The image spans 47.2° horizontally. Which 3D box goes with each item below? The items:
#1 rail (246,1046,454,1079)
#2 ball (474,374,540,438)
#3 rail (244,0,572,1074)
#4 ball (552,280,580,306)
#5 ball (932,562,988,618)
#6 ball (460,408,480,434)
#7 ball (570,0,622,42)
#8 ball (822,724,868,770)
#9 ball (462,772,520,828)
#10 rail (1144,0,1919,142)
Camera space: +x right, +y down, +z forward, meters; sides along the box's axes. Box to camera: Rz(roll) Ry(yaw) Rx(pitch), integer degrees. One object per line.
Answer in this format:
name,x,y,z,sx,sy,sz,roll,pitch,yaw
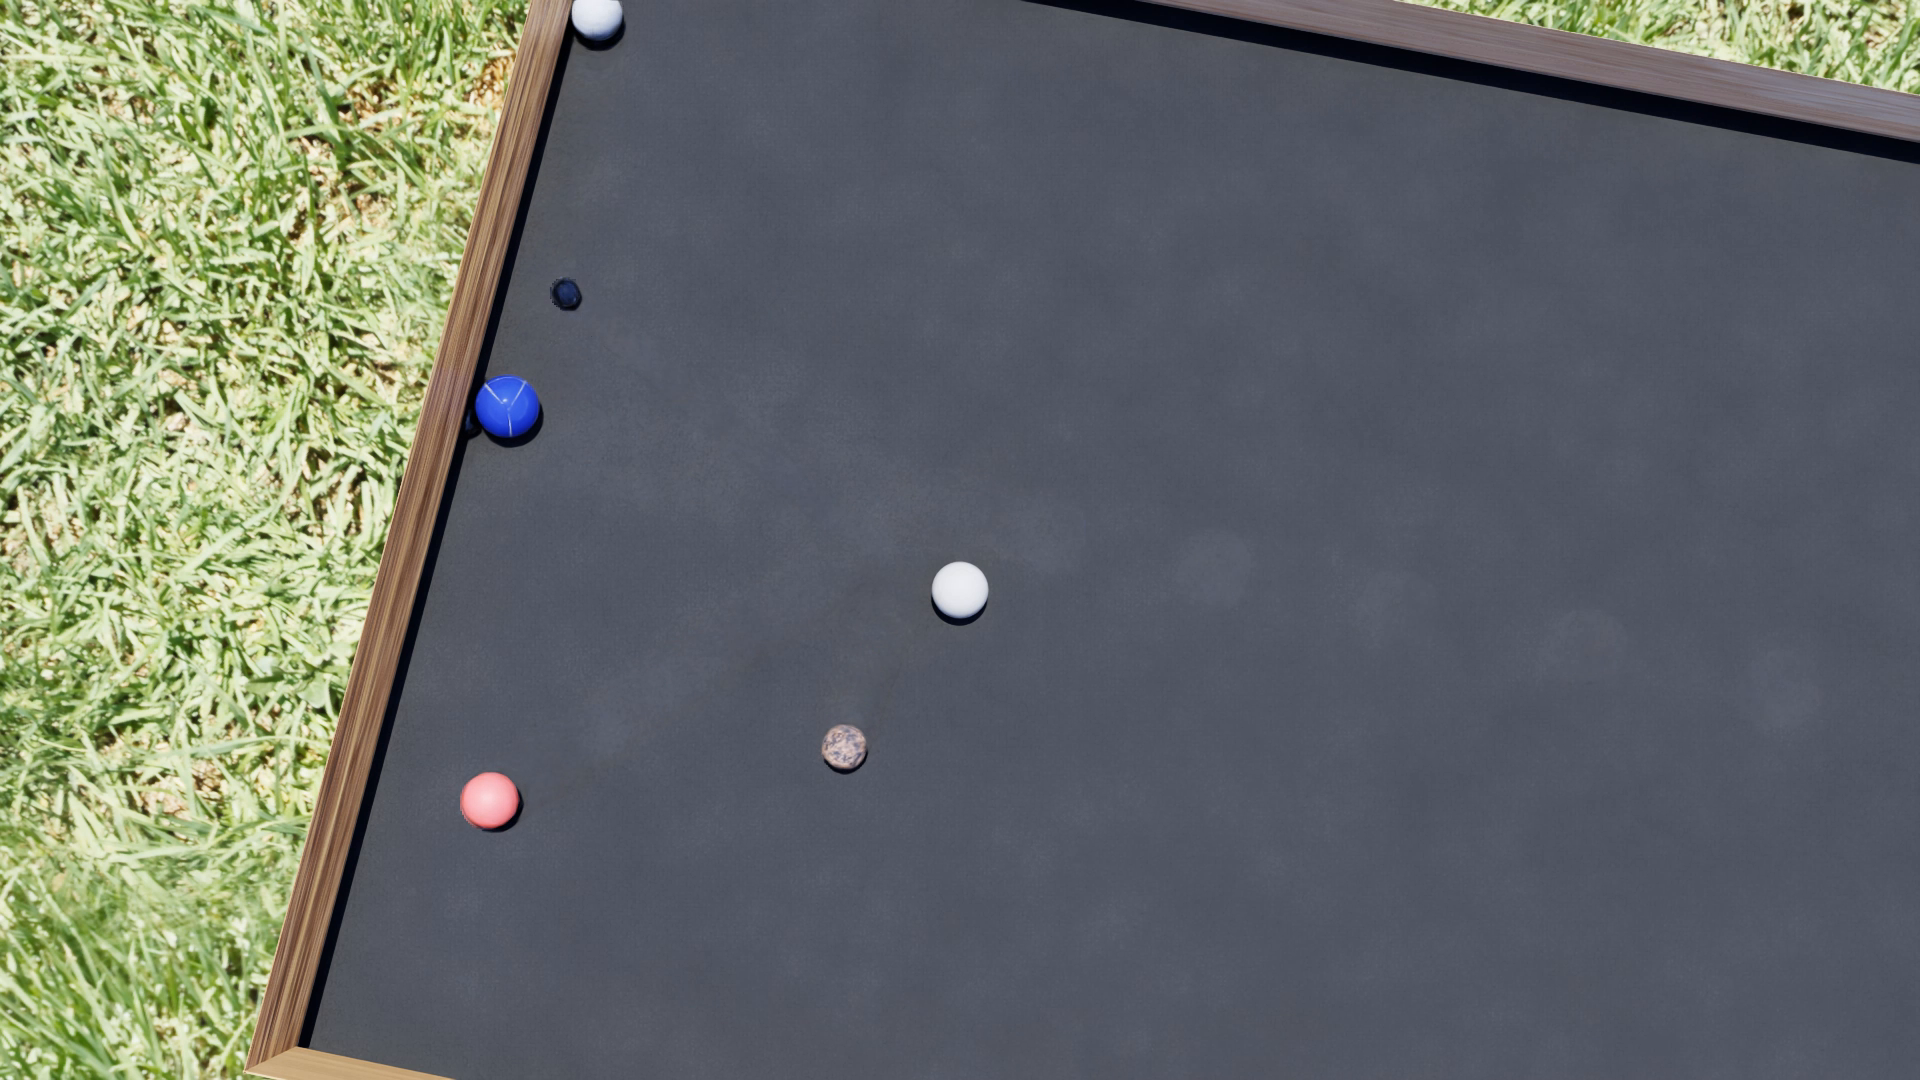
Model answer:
rail,0.624,1.045,3.044,3.294,0.126,0.045,11,77,3
ball,-0.692,-0.205,3.363,0.097,0.097,0.097,0,76,0
rail,-0.784,-0.159,3.336,0.045,0.126,1.927,11,77,3
ball,-0.615,-0.386,3.434,0.043,0.043,0.043,0,76,0
ball,0.000,0.075,3.301,0.086,0.086,0.086,0,76,0
ball,-0.758,-0.183,3.387,0.040,0.040,0.040,0,76,0
ball,-0.583,-0.842,3.524,0.083,0.083,0.083,0,76,0
ball,-0.171,0.306,3.254,0.067,0.067,0.067,0,76,0
ball,-0.689,0.382,3.228,0.082,0.082,0.082,0,76,0
rail,0.991,-0.746,3.478,3.294,0.126,0.045,11,77,3
